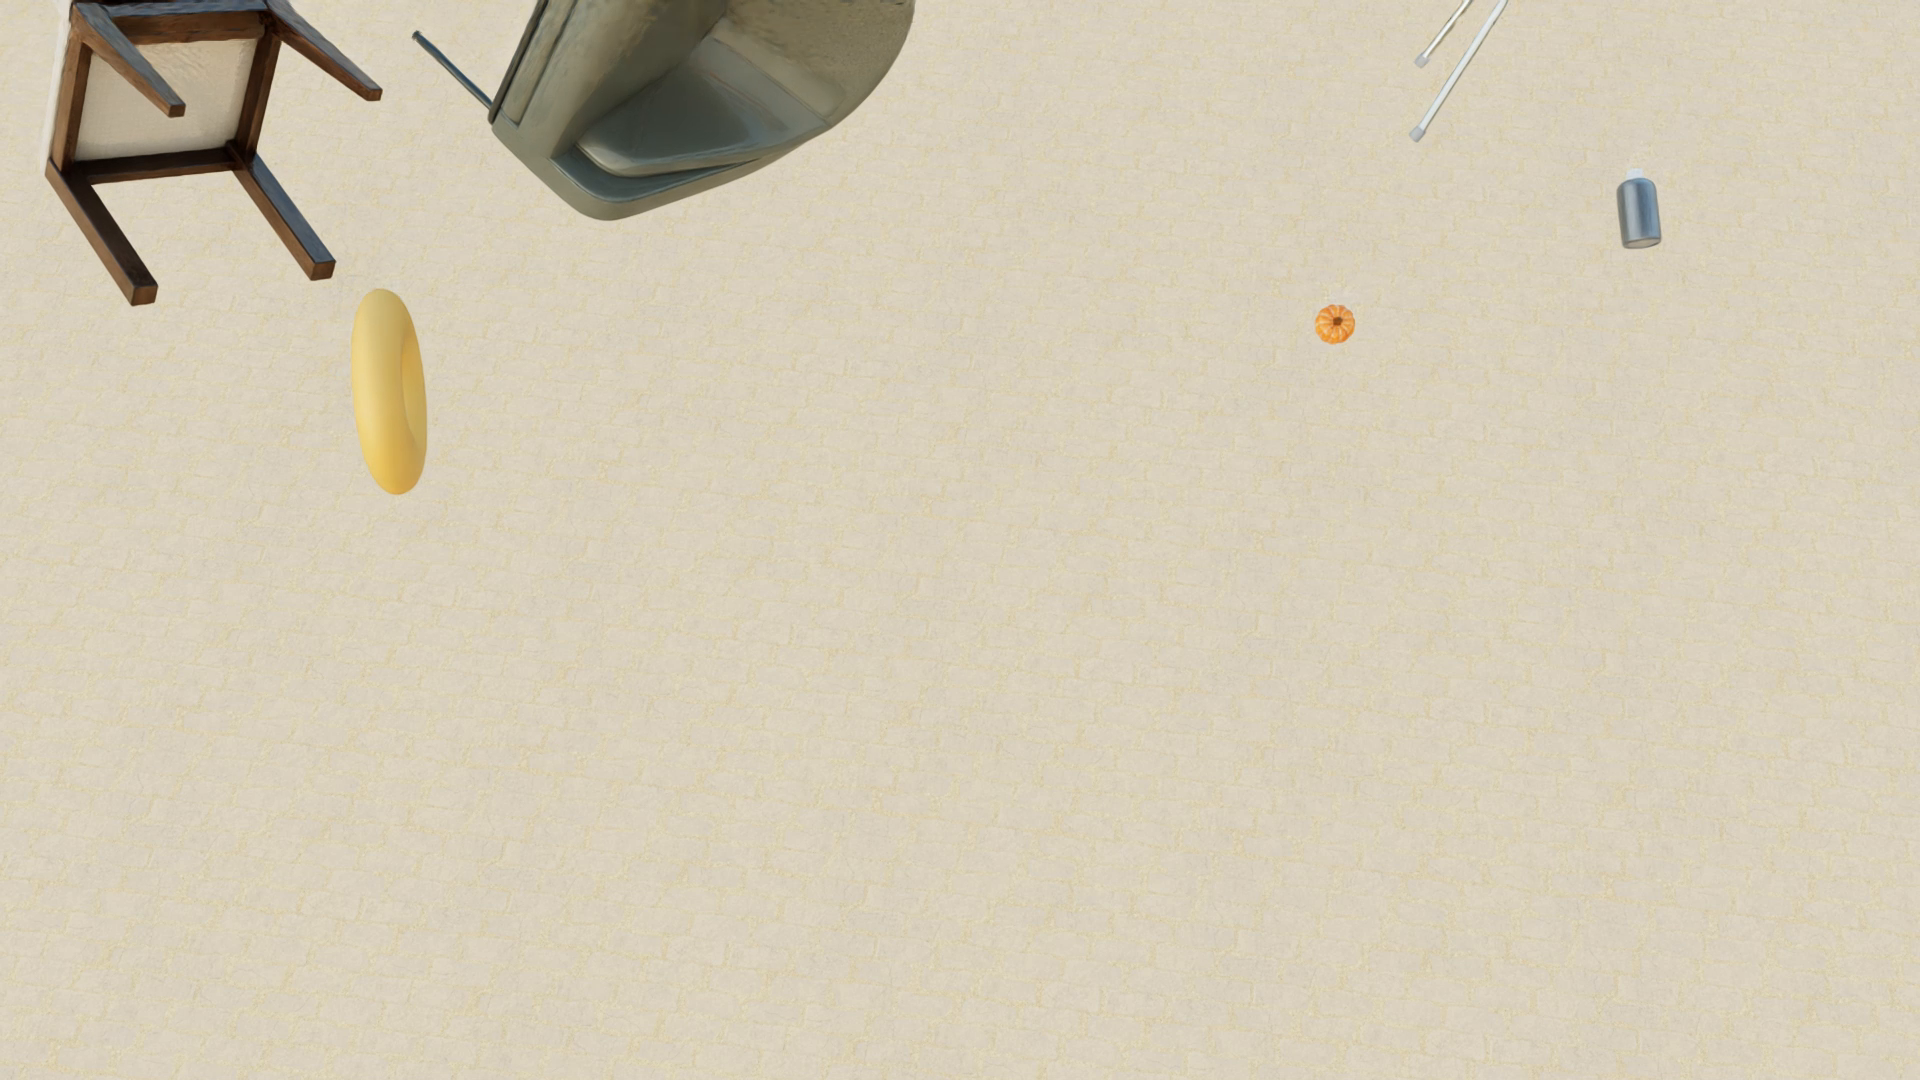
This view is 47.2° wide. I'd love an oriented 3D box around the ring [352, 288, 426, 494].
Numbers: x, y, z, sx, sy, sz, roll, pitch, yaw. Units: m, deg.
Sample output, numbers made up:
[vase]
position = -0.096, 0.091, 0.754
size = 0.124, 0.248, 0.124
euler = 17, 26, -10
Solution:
[ring]
position = -0.793, -0.207, 3.062
size = 0.064, 0.282, 0.380
euler = -6, 18, -6
